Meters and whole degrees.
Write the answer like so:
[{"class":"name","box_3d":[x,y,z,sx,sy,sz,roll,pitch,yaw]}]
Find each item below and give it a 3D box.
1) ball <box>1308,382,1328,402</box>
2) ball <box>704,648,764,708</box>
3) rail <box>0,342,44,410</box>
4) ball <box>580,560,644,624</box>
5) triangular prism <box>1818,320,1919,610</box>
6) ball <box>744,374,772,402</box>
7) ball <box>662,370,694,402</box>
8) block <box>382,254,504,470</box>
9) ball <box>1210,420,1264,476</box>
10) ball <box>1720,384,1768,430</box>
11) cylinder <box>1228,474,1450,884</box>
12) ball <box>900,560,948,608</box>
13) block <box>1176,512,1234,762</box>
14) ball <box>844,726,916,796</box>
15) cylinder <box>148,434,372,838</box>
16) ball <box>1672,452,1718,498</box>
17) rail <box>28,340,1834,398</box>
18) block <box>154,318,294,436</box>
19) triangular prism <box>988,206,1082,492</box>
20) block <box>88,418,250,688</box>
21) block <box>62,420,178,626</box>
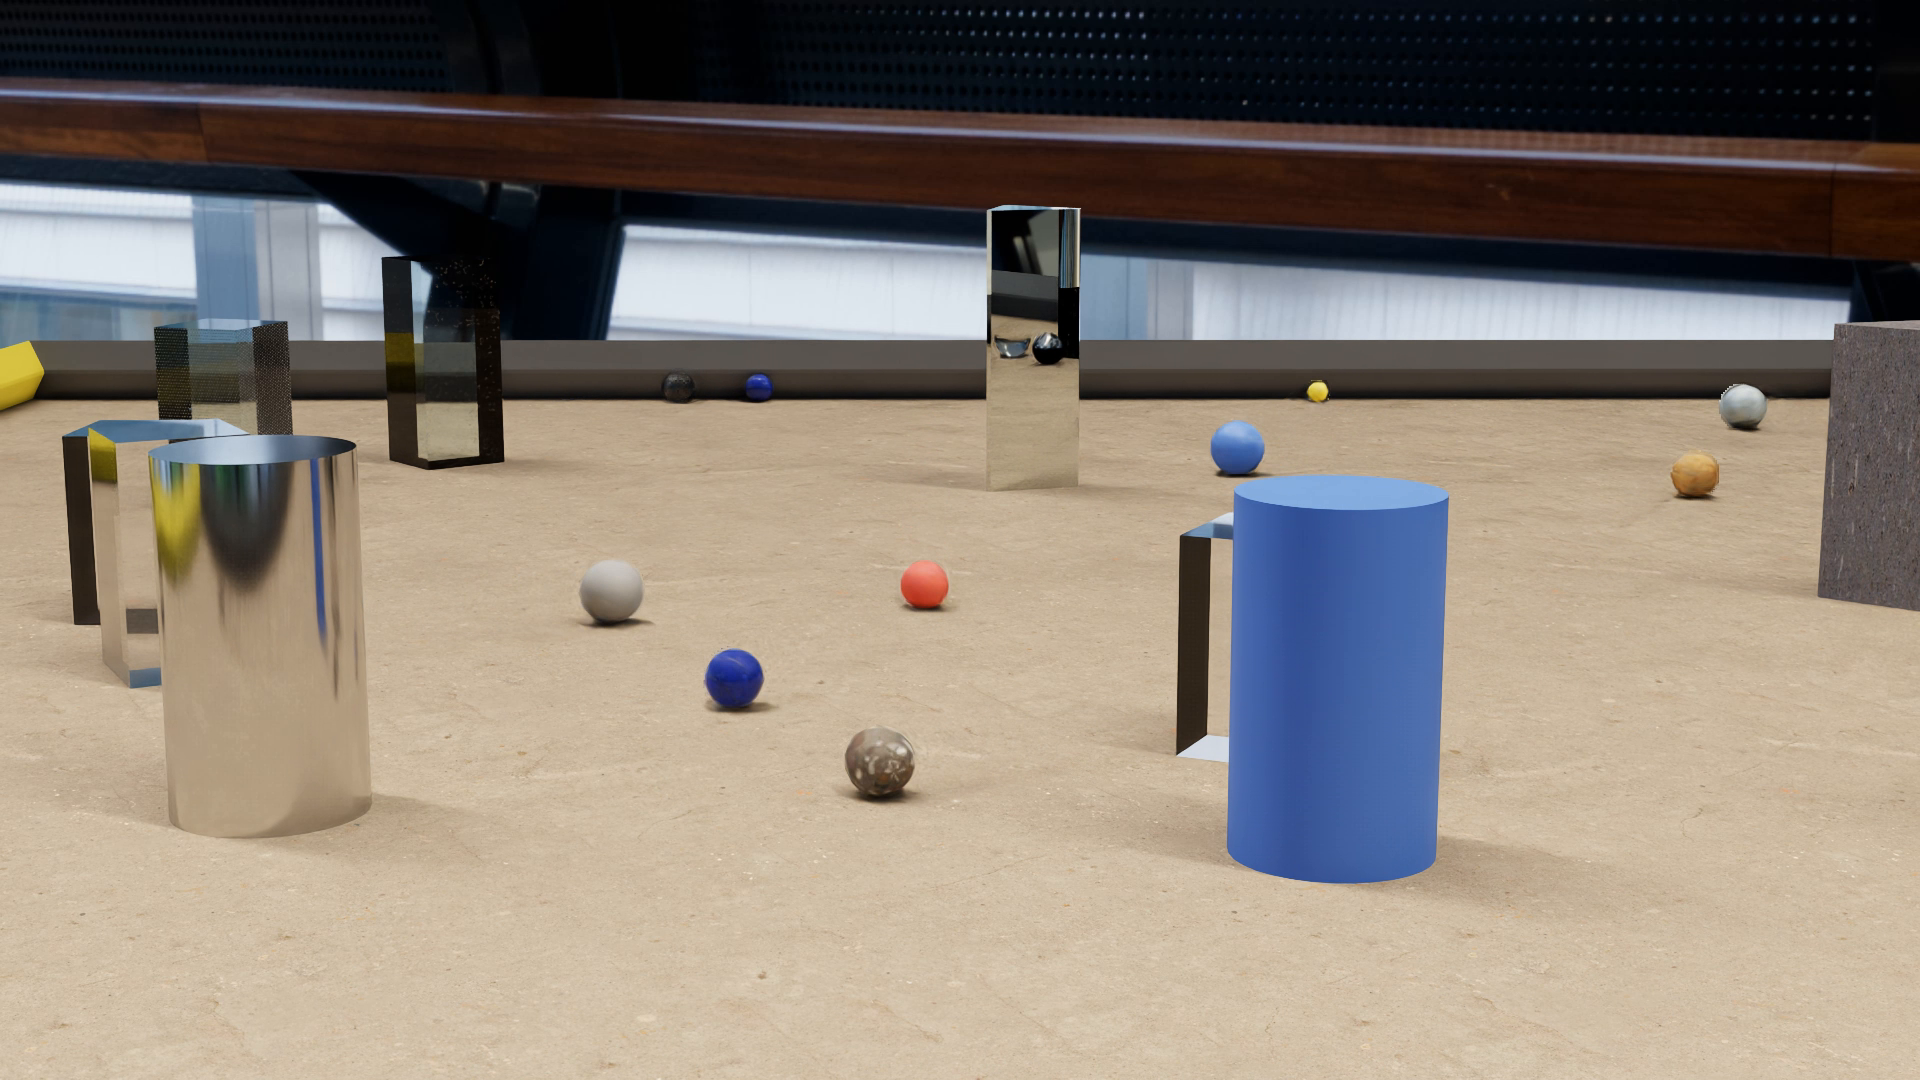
[{"class":"ball","box_3d":[0.780,-0.324,5.597,0.044,0.044,0.044,0,11,0]},{"class":"ball","box_3d":[-0.258,0.158,2.936,0.068,0.068,0.068,0,11,0]},{"class":"rail","box_3d":[-2.009,0.035,3.438,0.045,0.126,4.491,0,11,0]},{"class":"ball","box_3d":[-0.460,0.068,3.381,0.084,0.084,0.084,0,11,0]},{"class":"triangular prism","box_3d":[1.299,-0.107,3.517,0.168,0.378,0.146,9,14,41]},{"class":"ball","box_3d":[-0.440,-0.332,5.600,0.060,0.060,0.060,0,11,0]},{"class":"ball","box_3d":[-0.614,-0.334,5.591,0.068,0.068,0.068,0,11,0]},{"class":"block","box_3d":[-0.953,-0.332,4.729,0.155,0.377,0.155,-8,13,-38]},{"class":"ball","box_3d":[0.497,-0.165,4.598,0.097,0.097,0.097,0,11,0]},{"class":"ball","box_3d":[1.581,-0.268,5.175,0.089,0.089,0.089,0,11,0]},{"class":"cylinder","box_3d":[0.348,0.124,2.373,0.194,0.341,0.194,0,11,0]},{"class":"ball","box_3d":[-0.048,0.060,3.471,0.065,0.065,0.065,0,11,0]},{"class":"block","box_3d":[0.334,0.106,2.749,0.155,0.239,0.155,5,12,25]},{"class":"ball","box_3d":[-0.081,0.222,2.583,0.071,0.071,0.071,0,11,0]},{"class":"cylinder","box_3d":[-0.681,0.090,2.505,0.194,0.360,0.194,0,11,0]},{"class":"ball","box_3d":[1.249,-0.110,4.361,0.076,0.076,0.076,0,11,0]},{"class":"rail","box_3d":[-0.013,-0.373,5.633,4.066,0.126,0.045,0,11,0]},{"class":"block","box_3d":[-1.231,-0.213,4.304,0.155,0.299,0.155,3,11,17]},{"class":"triangular prism","box_3d":[0.105,-0.338,4.475,0.168,0.482,0.146,-4,11,-18]},{"class":"block","box_3d":[-0.950,0.012,3.106,0.155,0.293,0.155,-6,12,-29]},{"class":"block","box_3d":[-1.088,-0.026,3.427,0.155,0.250,0.155,0,11,-1]}]
